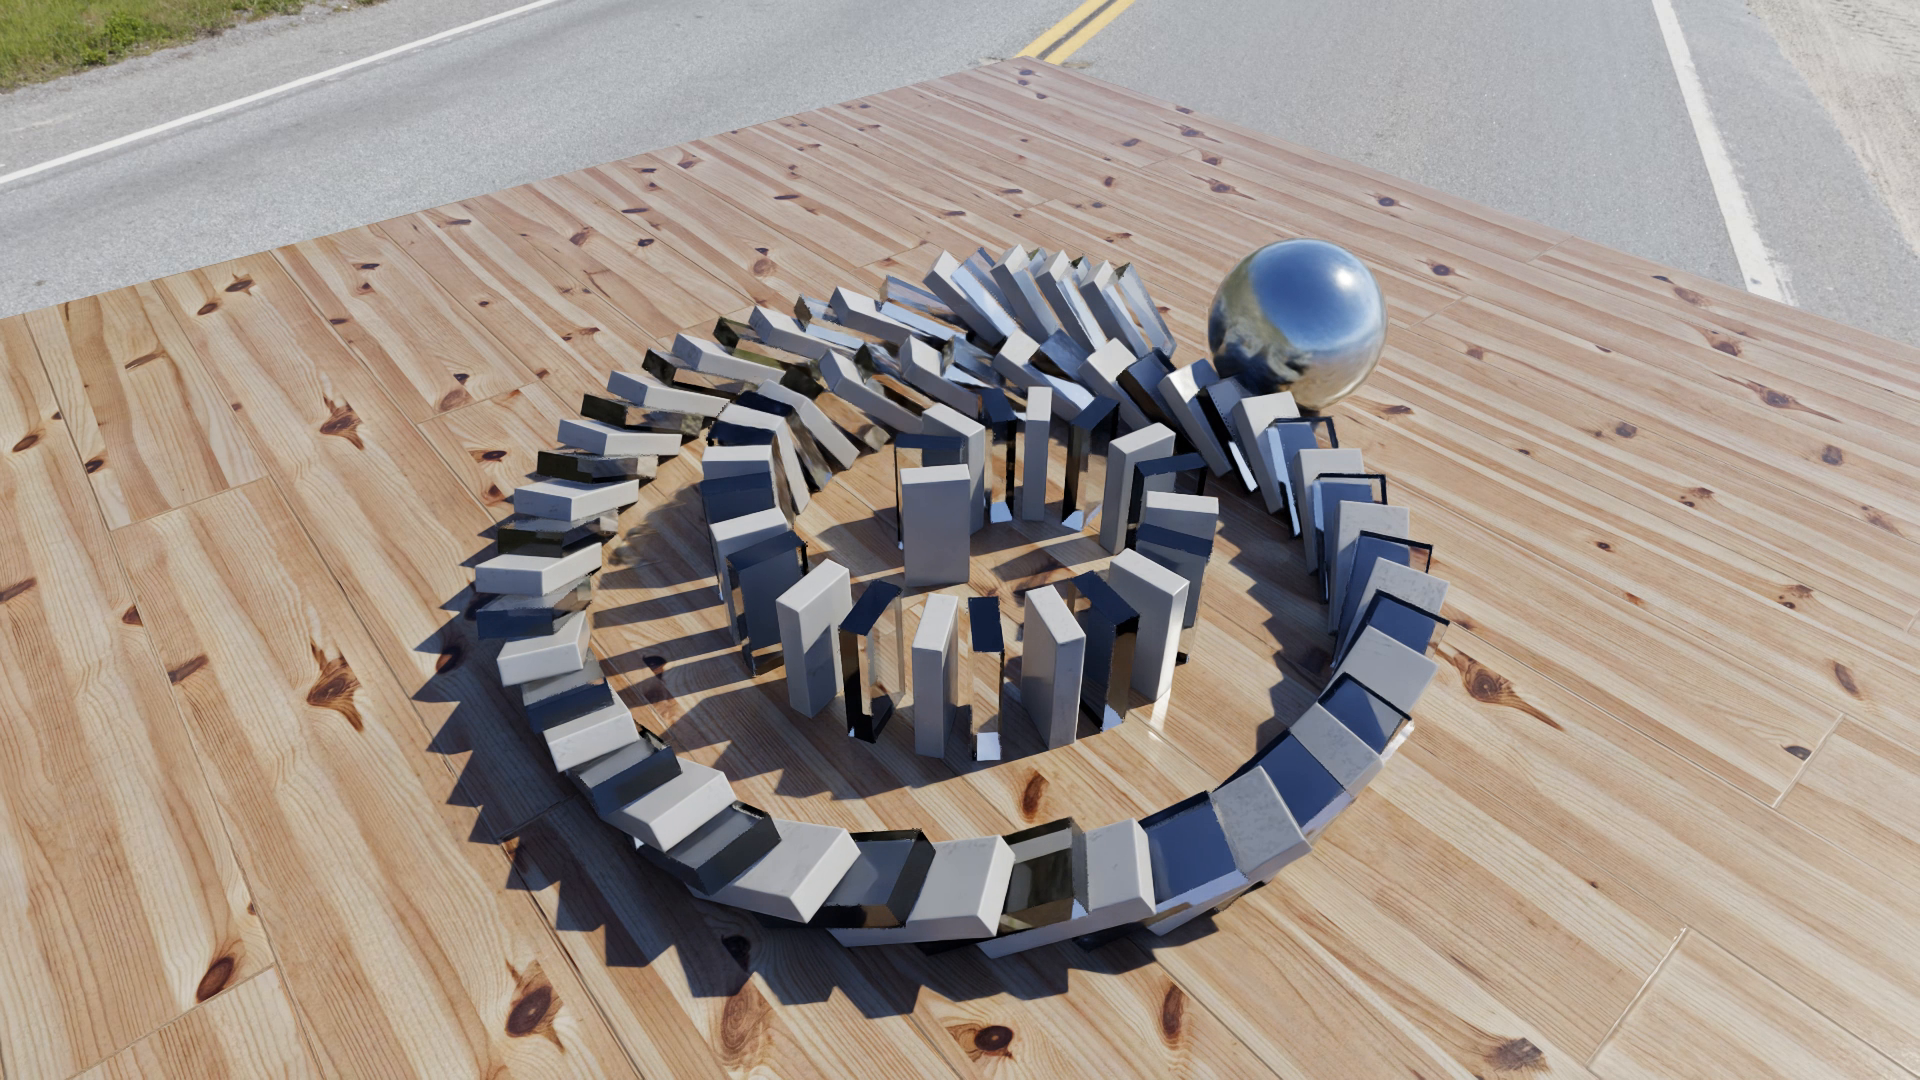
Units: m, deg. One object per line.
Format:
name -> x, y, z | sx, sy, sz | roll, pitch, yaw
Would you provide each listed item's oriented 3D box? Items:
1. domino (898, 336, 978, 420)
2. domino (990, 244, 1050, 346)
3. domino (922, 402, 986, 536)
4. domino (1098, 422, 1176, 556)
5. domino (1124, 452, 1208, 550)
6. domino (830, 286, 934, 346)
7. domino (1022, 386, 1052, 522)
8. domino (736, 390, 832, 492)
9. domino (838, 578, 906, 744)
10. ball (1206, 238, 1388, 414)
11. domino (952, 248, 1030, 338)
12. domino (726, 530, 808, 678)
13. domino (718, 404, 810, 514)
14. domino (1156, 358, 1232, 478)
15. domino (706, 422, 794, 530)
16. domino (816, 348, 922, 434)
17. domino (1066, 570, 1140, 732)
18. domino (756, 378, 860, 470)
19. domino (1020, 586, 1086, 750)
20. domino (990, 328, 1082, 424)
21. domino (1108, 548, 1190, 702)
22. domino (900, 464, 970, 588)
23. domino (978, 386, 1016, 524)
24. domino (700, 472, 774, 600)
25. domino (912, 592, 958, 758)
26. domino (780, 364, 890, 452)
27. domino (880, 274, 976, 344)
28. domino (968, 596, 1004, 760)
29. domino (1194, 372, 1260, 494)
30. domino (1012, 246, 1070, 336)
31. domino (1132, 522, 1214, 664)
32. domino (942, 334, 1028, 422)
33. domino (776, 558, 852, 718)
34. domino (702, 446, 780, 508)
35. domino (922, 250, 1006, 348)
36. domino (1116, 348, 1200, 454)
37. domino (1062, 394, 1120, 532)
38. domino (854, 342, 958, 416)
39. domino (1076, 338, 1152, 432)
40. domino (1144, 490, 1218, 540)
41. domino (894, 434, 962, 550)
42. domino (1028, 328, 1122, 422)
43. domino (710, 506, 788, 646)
domino -> -0.004, -0.074, 0.512 | 0.050, 0.010, 0.025 | 26, 32, -25
domino -> 0.036, -0.124, 0.566 | 0.010, 0.050, 0.025 | -19, 27, 36
domino -> -0.003, -0.028, 0.446 | 0.025, 0.050, 0.009 | 32, 49, 33
domino -> 0.070, -0.020, 0.436 | 0.025, 0.050, 0.010 | -23, 44, -25
domino -> 0.078, -0.009, 0.422 | 0.025, 0.050, 0.010 | -10, 40, -12
domino -> -0.040, -0.112, 0.562 | 0.050, 0.010, 0.025 | 13, 32, -33
domino -> 0.032, -0.035, 0.454 | 0.009, 0.050, 0.025 | 3, 39, 4
domino -> -0.074, -0.041, 0.462 | 0.025, 0.050, 0.009 | 21, 68, 24
domino -> -0.028, 0.040, 0.362 | 0.010, 0.050, 0.025 | 15, 42, 18
ball -> 0.155, -0.098, 0.508 | 0.080, 0.080, 0.080 | 0, 39, 0
domino -> 0.020, -0.127, 0.573 | 0.050, 0.010, 0.025 | 47, 40, -8
domino -> -0.065, 0.023, 0.384 | 0.025, 0.050, 0.009 | -23, 45, -26
domino -> -0.080, -0.033, 0.451 | 0.025, 0.050, 0.009 | 16, 57, 19
domino -> 0.112, -0.055, 0.489 | 0.025, 0.009, 0.050 | -27, 81, -29
domino -> -0.083, -0.024, 0.440 | 0.025, 0.050, 0.010 | 9, 48, 11
domino -> -0.040, -0.066, 0.500 | 0.050, 0.010, 0.025 | 26, 23, -38
domino -> 0.046, 0.037, 0.366 | 0.010, 0.050, 0.025 | -20, 44, -23
domino -> -0.065, -0.049, 0.474 | 0.025, 0.050, 0.009 | 27, 80, 29
domino -> 0.030, 0.042, 0.360 | 0.009, 0.050, 0.025 | -13, 41, -16
domino -> 0.041, -0.076, 0.518 | 0.050, 0.010, 0.025 | 35, 43, -4
domino -> 0.062, 0.030, 0.375 | 0.025, 0.050, 0.010 | 31, 48, 32
domino -> -0.009, -0.005, 0.417 | 0.025, 0.050, 0.009 | -5, 40, -6
domino -> 0.015, -0.035, 0.454 | 0.009, 0.050, 0.025 | -8, 40, -10
domino -> -0.081, -0.001, 0.413 | 0.025, 0.050, 0.010 | -9, 40, -10
domino -> -0.008, 0.045, 0.357 | 0.009, 0.050, 0.025 | 7, 40, 9
domino -> -0.055, -0.058, 0.487 | 0.025, 0.050, 0.010 | 37, 93, 36
domino -> -0.017, -0.118, 0.571 | 0.050, 0.010, 0.025 | 20, 35, -20
domino -> 0.008, 0.045, 0.356 | 0.010, 0.050, 0.025 | -2, 39, -3
domino -> 0.125, -0.047, 0.479 | 0.025, 0.010, 0.050 | -19, 77, -24
domino -> 0.047, -0.122, 0.563 | 0.010, 0.050, 0.025 | -19, 27, 36
domino -> 0.072, 0.019, 0.388 | 0.025, 0.050, 0.009 | 16, 42, 18
domino -> 0.015, -0.075, 0.515 | 0.050, 0.009, 0.025 | 26, 34, -21
domino -> -0.047, 0.034, 0.370 | 0.010, 0.050, 0.025 | 24, 45, 26
domino -> -0.084, -0.013, 0.428 | 0.025, 0.050, 0.009 | -1, 40, -1
domino -> 0.005, -0.125, 0.572 | 0.050, 0.010, 0.025 | 41, 37, -17
domino -> 0.096, -0.061, 0.499 | 0.025, 0.009, 0.050 | -34, 82, -35
domino -> 0.053, -0.031, 0.449 | 0.009, 0.050, 0.025 | 22, 44, 25
domino -> -0.024, -0.070, 0.505 | 0.050, 0.009, 0.025 | 26, 25, -35
domino -> 0.080, -0.068, 0.508 | 0.050, 0.010, 0.025 | 47, 52, 6
domino -> 0.079, 0.006, 0.404 | 0.025, 0.050, 0.010 | 6, 40, 7
domino -> -0.012, -0.018, 0.433 | 0.025, 0.050, 0.009 | 4, 40, 5
domino -> 0.058, -0.075, 0.515 | 0.050, 0.010, 0.025 | 41, 43, 0
domino -> -0.073, 0.014, 0.395 | 0.025, 0.050, 0.010 | -16, 42, -19
